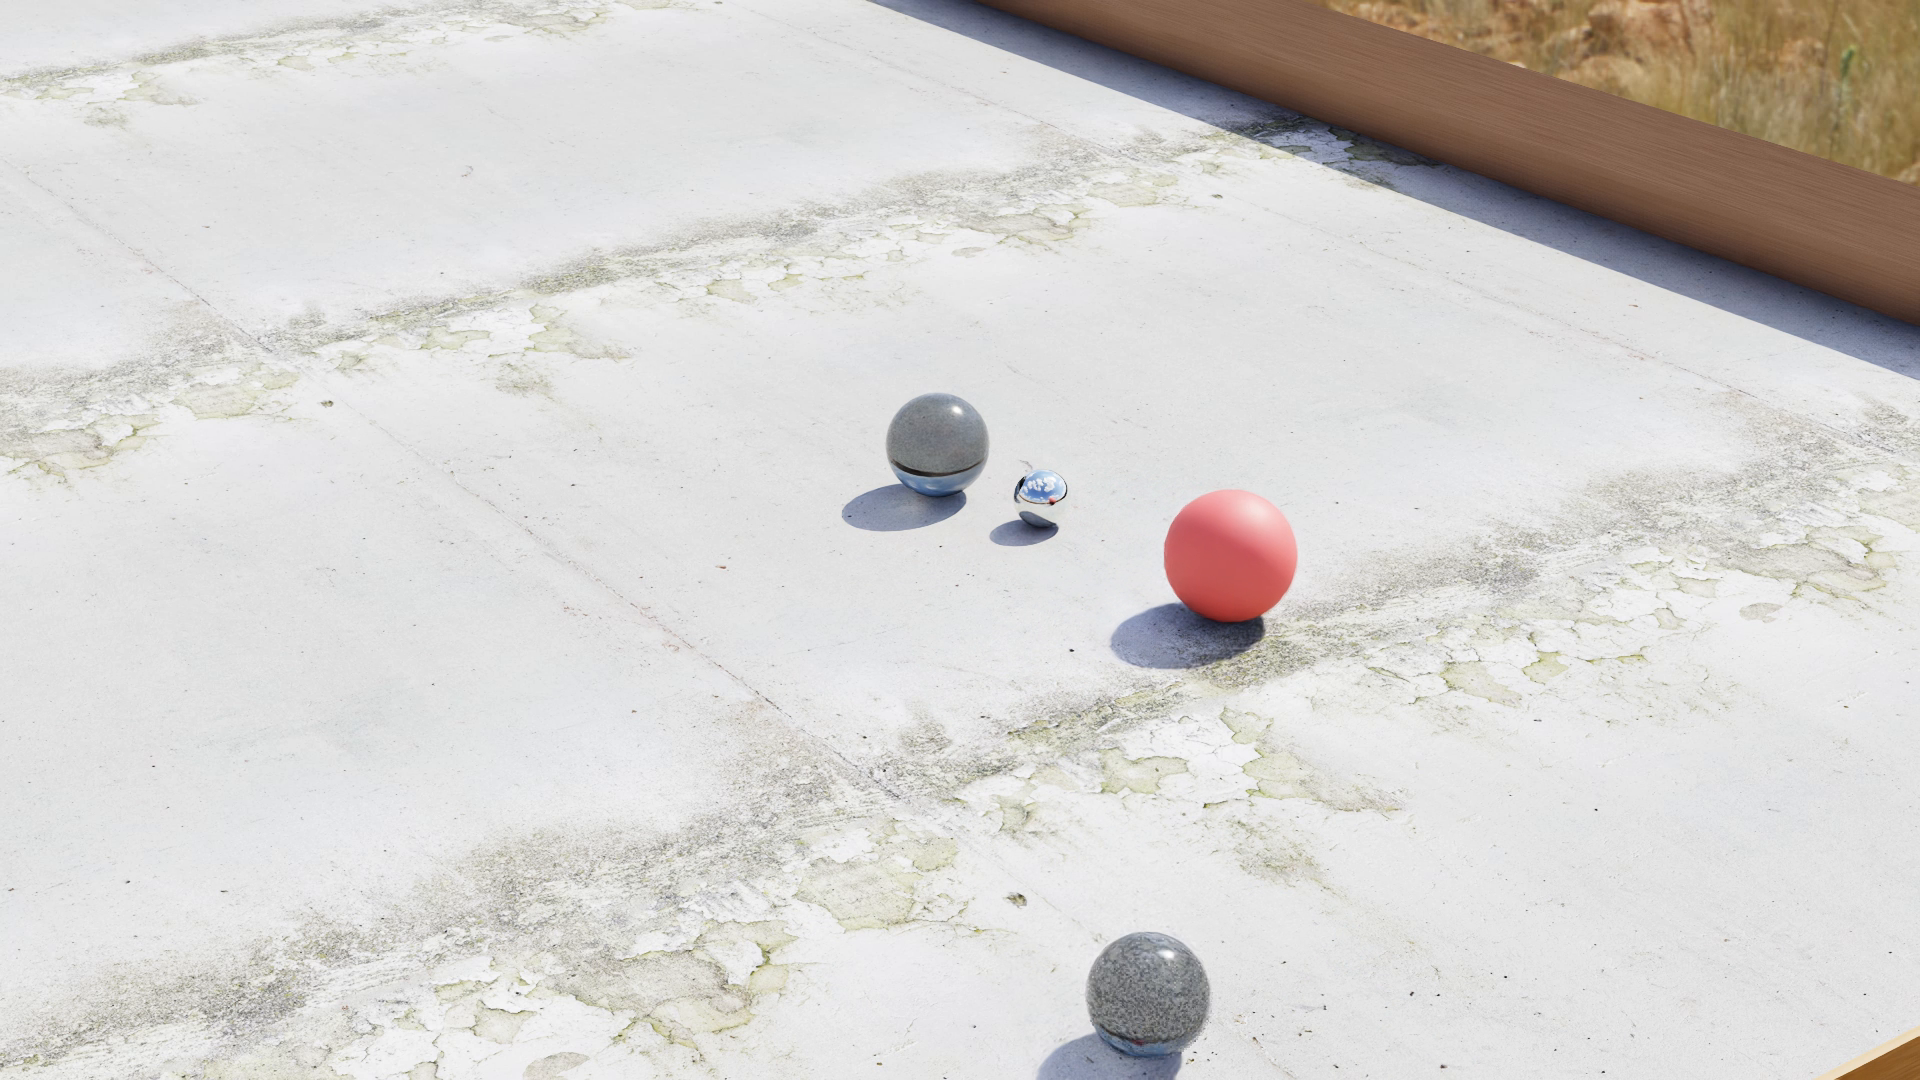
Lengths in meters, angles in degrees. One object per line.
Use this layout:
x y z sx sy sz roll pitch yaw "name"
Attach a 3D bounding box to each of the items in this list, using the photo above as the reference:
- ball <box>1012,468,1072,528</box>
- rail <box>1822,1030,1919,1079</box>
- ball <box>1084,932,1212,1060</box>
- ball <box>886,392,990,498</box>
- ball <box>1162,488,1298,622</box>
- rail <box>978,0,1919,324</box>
0.064 -0.033 2.295 0.046 0.046 0.046 0 24 0 "ball"
0.517 0.273 1.525 2.084 0.126 0.045 -16 29 -32 "rail"
0.105 0.253 1.637 0.070 0.070 0.070 0 24 0 "ball"
-0.018 -0.076 2.344 0.084 0.084 0.084 0 24 0 "ball"
0.196 0.011 2.136 0.097 0.097 0.097 0 24 0 "ball"
0.298 -0.581 3.399 0.045 0.126 3.655 -16 29 -32 "rail"
